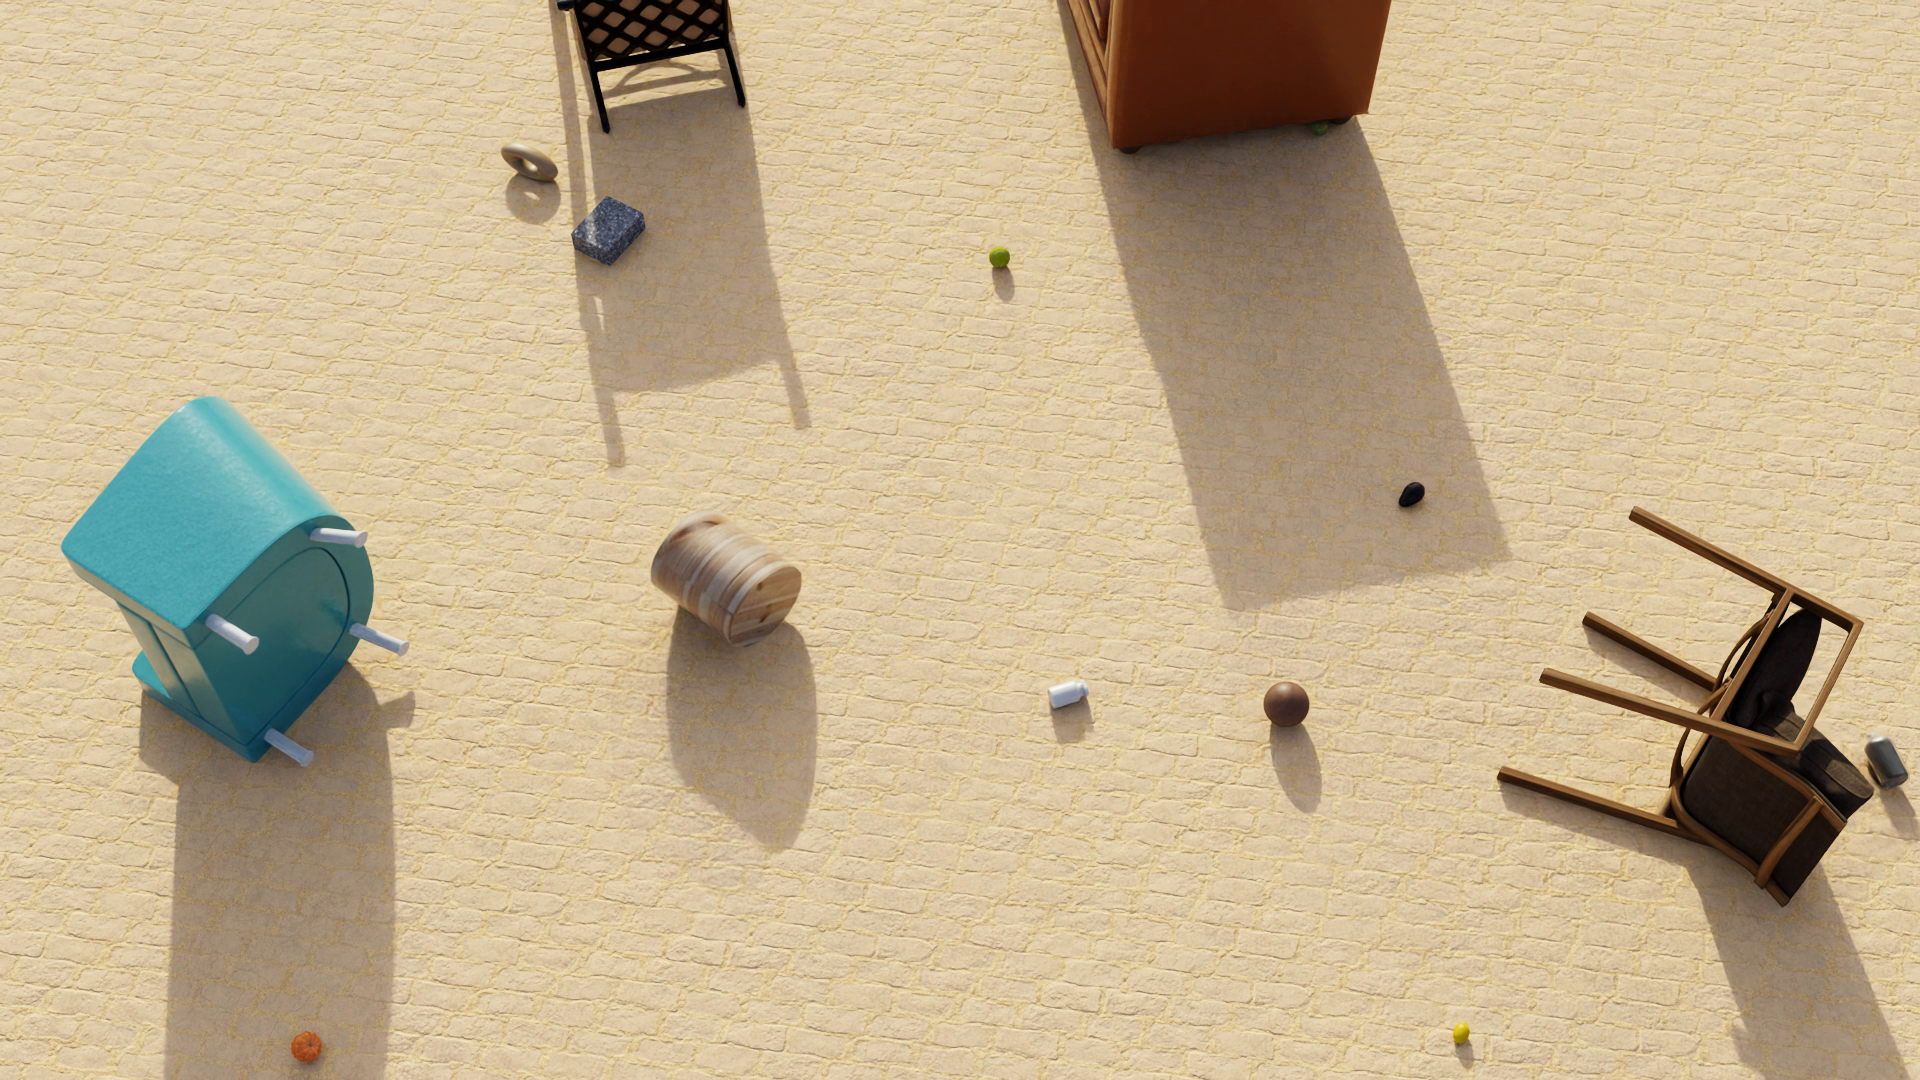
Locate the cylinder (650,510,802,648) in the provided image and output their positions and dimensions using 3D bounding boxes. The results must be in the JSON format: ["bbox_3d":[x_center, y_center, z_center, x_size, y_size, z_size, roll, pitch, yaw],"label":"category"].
[{"bbox_3d":[-0.672,0.110,6.325,0.312,0.273,0.314,34,22,21],"label":"cylinder"}]

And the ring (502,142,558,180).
[{"bbox_3d":[-1.442,-1.267,7.366,0.213,0.101,0.061,27,48,5],"label":"ring"}]

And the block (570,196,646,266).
[{"bbox_3d":[-1.152,-1.014,7.210,0.147,0.074,0.196,27,60,17],"label":"block"}]
